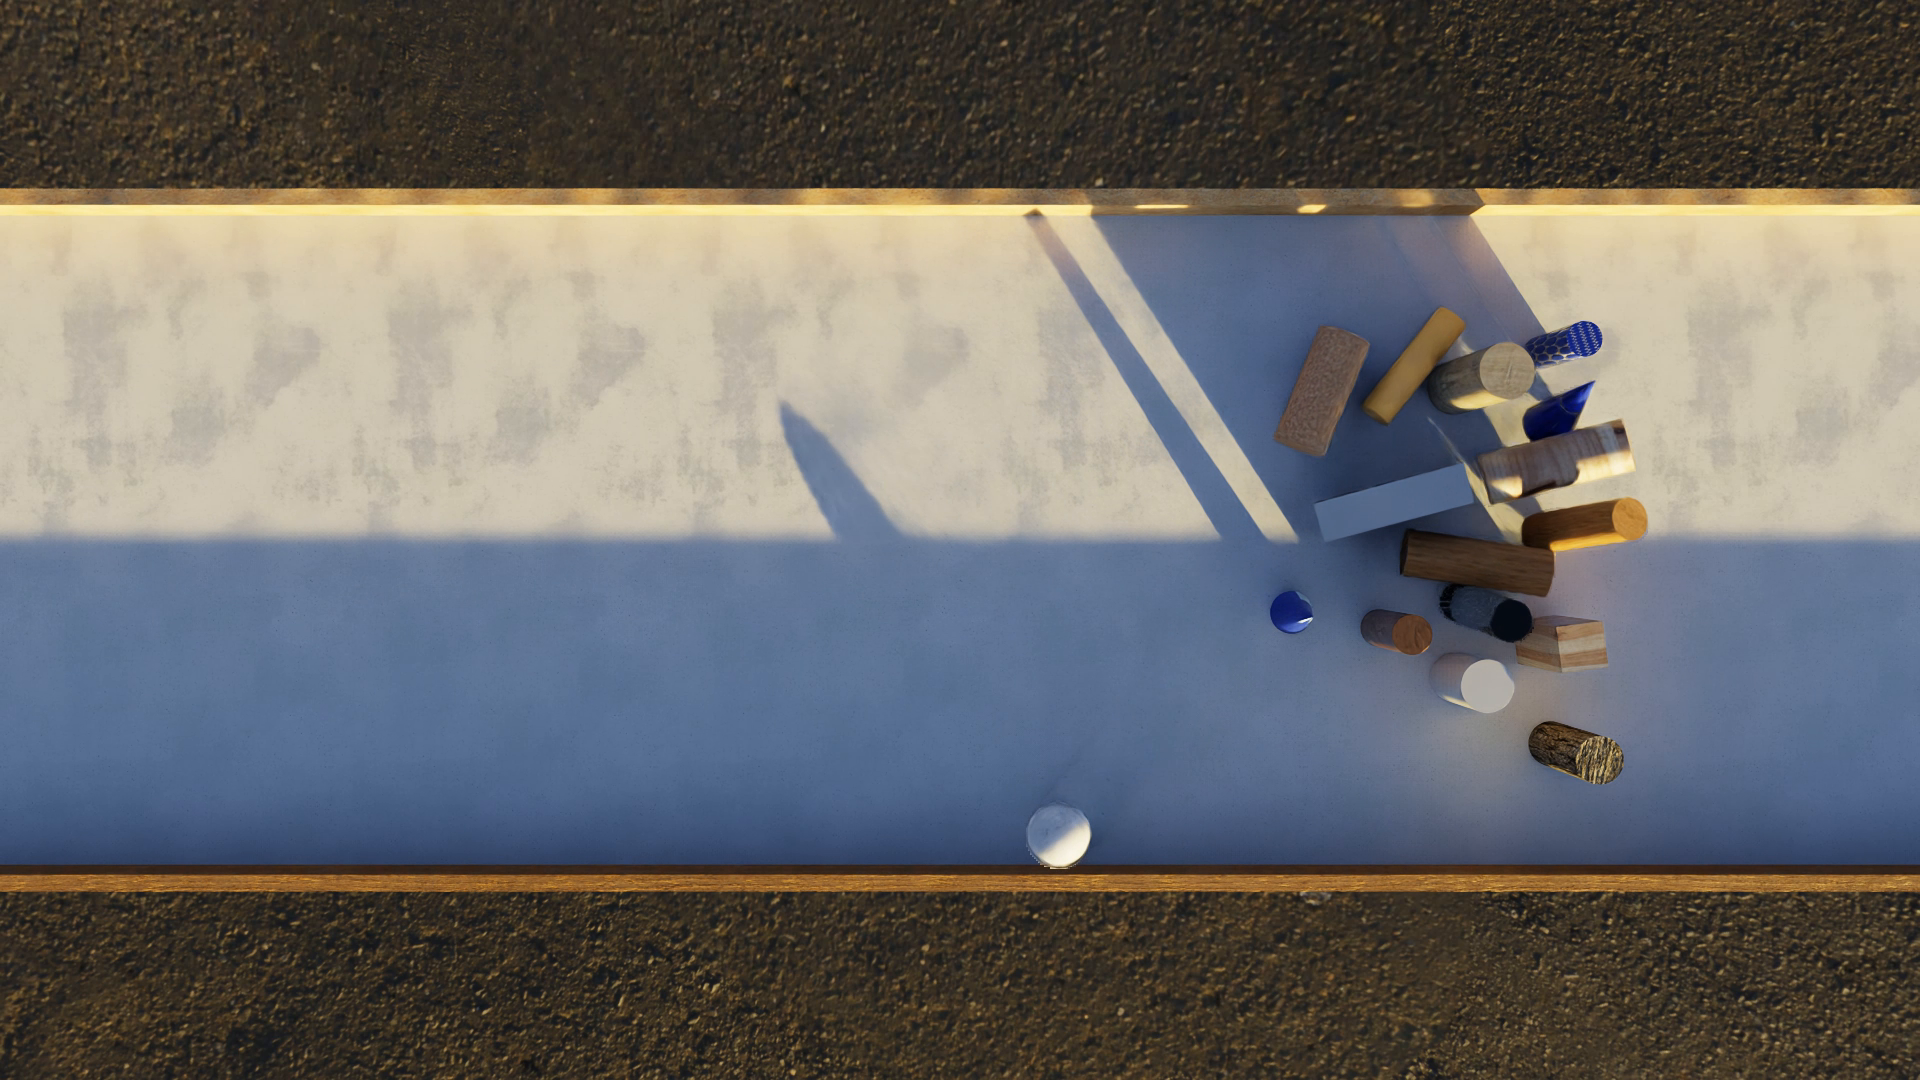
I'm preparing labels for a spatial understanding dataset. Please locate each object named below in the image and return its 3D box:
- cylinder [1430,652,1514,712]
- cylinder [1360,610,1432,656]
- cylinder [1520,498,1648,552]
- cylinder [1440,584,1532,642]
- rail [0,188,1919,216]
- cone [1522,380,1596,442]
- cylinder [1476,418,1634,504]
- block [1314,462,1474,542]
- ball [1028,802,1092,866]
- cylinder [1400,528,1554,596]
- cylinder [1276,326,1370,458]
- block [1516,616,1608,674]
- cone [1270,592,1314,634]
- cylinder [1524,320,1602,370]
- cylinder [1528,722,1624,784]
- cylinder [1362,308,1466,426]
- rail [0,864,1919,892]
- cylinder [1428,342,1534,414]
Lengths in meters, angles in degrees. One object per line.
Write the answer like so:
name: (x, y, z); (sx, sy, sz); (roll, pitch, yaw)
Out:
cylinder: (1.525, 0.422, 4.922); (0.155, 0.310, 0.155); (0, 90, 0)
cylinder: (1.290, 0.270, 4.890); (0.116, 0.373, 0.116); (0, 90, 0)
cylinder: (1.837, -0.039, 4.870); (0.124, 0.395, 0.124); (2, 83, -20)
cylinder: (1.545, 0.210, 4.862); (0.120, 0.418, 0.120); (0, 95, -3)
rail: (-2.247, -1.025, 5.002); (12.000, 0.150, 0.050); (0, 90, 0)
cone: (1.816, -0.405, 4.900); (0.160, 0.315, 0.160); (2, 68, -6)
cylinder: (1.779, -0.232, 4.939); (0.417, 0.157, 0.157); (-15, 90, 18)
block: (1.303, -0.114, 4.954); (0.448, 0.121, 0.121); (-16, 90, 17)
ball: (0.299, 0.889, 4.980); (0.193, 0.193, 0.193); (0, 90, 0)
cylinder: (1.557, 0.068, 4.980); (0.426, 0.143, 0.143); (9, 90, 7)
cylinder: (1.098, -0.449, 4.997); (0.159, 0.159, 0.365); (23, 90, 0)
block: (1.774, 0.306, 4.889); (0.133, 0.375, 0.133); (-7, 90, 0)
cone: (1.021, 0.223, 4.921); (0.132, 0.311, 0.132); (0, 90, 0)
cylinder: (1.784, -0.575, 4.893); (0.103, 0.366, 0.103); (0, 90, 0)
cylinder: (1.818, 0.626, 4.882); (0.138, 0.390, 0.138); (0, 90, 0)
cylinder: (1.382, -0.528, 5.026); (0.102, 0.102, 0.380); (38, 90, 0)
rail: (-2.247, 1.025, 5.001); (12.000, 0.150, 0.050); (0, 90, 0)
cylinder: (1.535, -0.473, 4.878); (0.165, 0.381, 0.165); (0, 88, -6)
